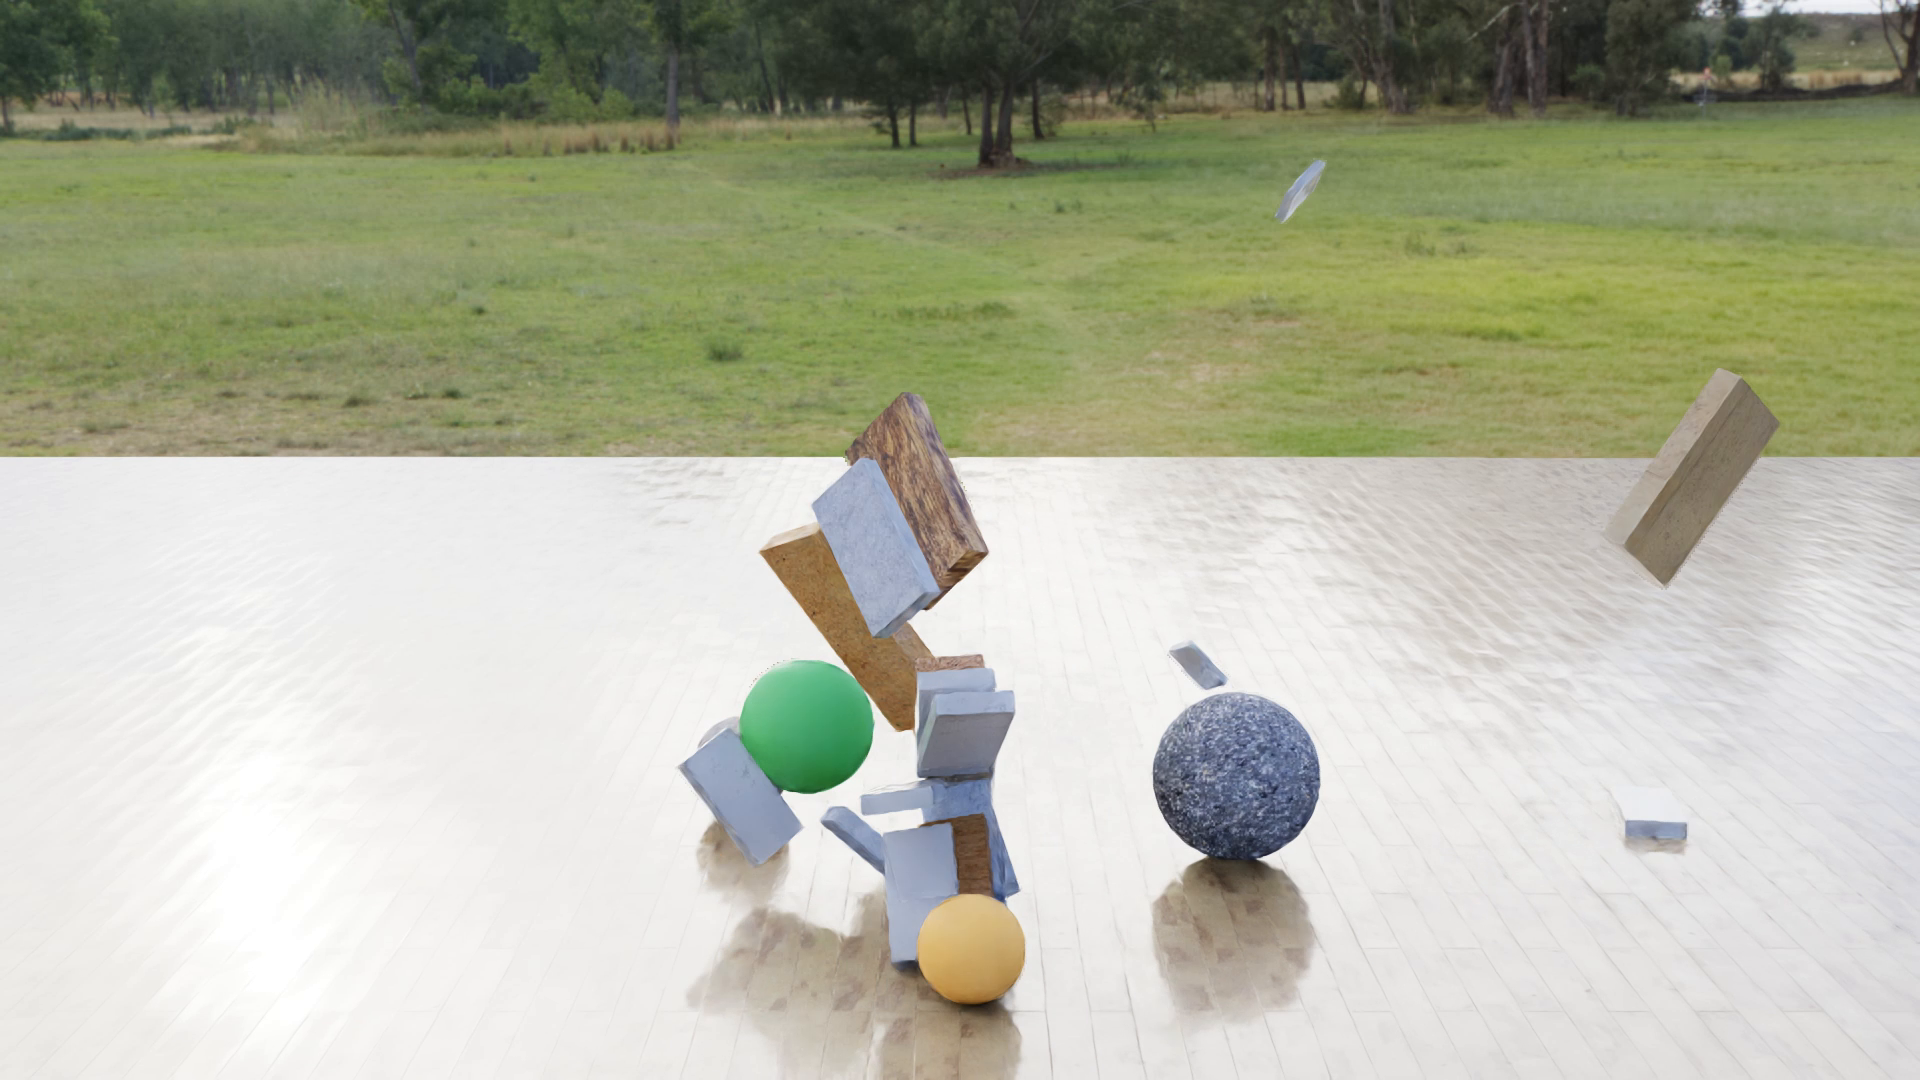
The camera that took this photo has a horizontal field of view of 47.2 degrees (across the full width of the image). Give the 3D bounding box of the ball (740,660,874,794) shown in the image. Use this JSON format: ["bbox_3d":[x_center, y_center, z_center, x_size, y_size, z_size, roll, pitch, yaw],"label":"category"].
[{"bbox_3d":[-0.263,0.321,3.785,0.232,0.232,0.232,0,11,0],"label":"ball"}]

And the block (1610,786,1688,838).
[{"bbox_3d":[1.271,0.501,4.064,0.107,0.030,0.213,2,11,9],"label":"block"}]

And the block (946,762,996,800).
[{"bbox_3d":[0.010,0.422,4.025,0.107,0.213,0.030,2,-19,11],"label":"block"}]

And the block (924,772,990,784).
[{"bbox_3d":[-0.009,0.315,3.527,0.108,0.215,0.030,-6,50,-3],"label":"block"}]

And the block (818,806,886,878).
[{"bbox_3d":[-0.124,0.511,3.546,0.221,0.031,0.110,41,-16,-7],"label":"block"}]

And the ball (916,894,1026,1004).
[{"bbox_3d":[0.017,0.595,3.203,0.159,0.159,0.159,0,11,0],"label":"ball"}]

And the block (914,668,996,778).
[{"bbox_3d":[-0.009,0.288,3.444,0.118,0.236,0.033,-4,50,-6],"label":"block"}]

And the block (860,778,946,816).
[{"bbox_3d":[-0.085,0.393,3.375,0.108,0.031,0.217,-8,-3,4],"label":"block"}]

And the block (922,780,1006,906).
[{"bbox_3d":[0.004,0.492,3.486,0.110,0.031,0.221,-13,52,6],"label":"block"}]

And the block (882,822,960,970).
[{"bbox_3d":[-0.057,0.546,3.376,0.108,0.217,0.031,-9,-34,5],"label":"block"}]

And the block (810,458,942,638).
[{"bbox_3d":[-0.124,0.011,3.199,0.118,0.236,0.033,-41,-28,28],"label":"block"}]

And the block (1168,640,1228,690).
[{"bbox_3d":[0.419,0.221,3.869,0.052,0.104,0.015,-21,30,46],"label":"block"}]

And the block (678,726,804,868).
[{"bbox_3d":[-0.369,0.433,3.708,0.108,0.215,0.030,-38,3,-35],"label":"block"}]

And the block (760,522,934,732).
[{"bbox_3d":[-0.179,0.163,4.096,0.174,0.449,0.049,-17,26,47],"label":"block"}]

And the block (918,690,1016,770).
[{"bbox_3d":[0.008,0.291,3.346,0.118,0.033,0.240,-2,-25,-9],"label":"block"}]

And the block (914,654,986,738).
[{"bbox_3d":[-0.018,0.261,3.511,0.108,0.215,0.030,-4,51,-5],"label":"block"}]

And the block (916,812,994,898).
[{"bbox_3d":[-0.005,0.535,3.416,0.108,0.031,0.217,-11,54,8],"label":"block"}]

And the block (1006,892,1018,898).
[{"bbox_3d":[0.026,0.520,3.547,0.080,0.023,0.160,-24,47,-6],"label":"block"}]

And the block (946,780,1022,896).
[{"bbox_3d":[0.014,0.488,3.542,0.110,0.031,0.220,-19,46,-1],"label":"block"}]

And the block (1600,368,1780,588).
[{"bbox_3d":[1.257,-0.105,3.779,0.174,0.347,0.049,34,1,-41],"label":"block"}]

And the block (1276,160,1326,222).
[{"bbox_3d":[0.509,-0.523,3.288,0.015,0.052,0.104,33,50,13],"label":"block"}]

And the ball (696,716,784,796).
[{"bbox_3d":[-0.405,0.419,4.093,0.182,0.182,0.182,0,11,0],"label":"ball"}]

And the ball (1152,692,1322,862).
[{"bbox_3d":[0.481,0.412,3.828,0.293,0.293,0.293,0,11,0],"label":"ball"}]

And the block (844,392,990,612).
[{"bbox_3d":[-0.079,-0.069,3.847,0.049,0.347,0.174,10,-43,-44],"label":"block"}]
